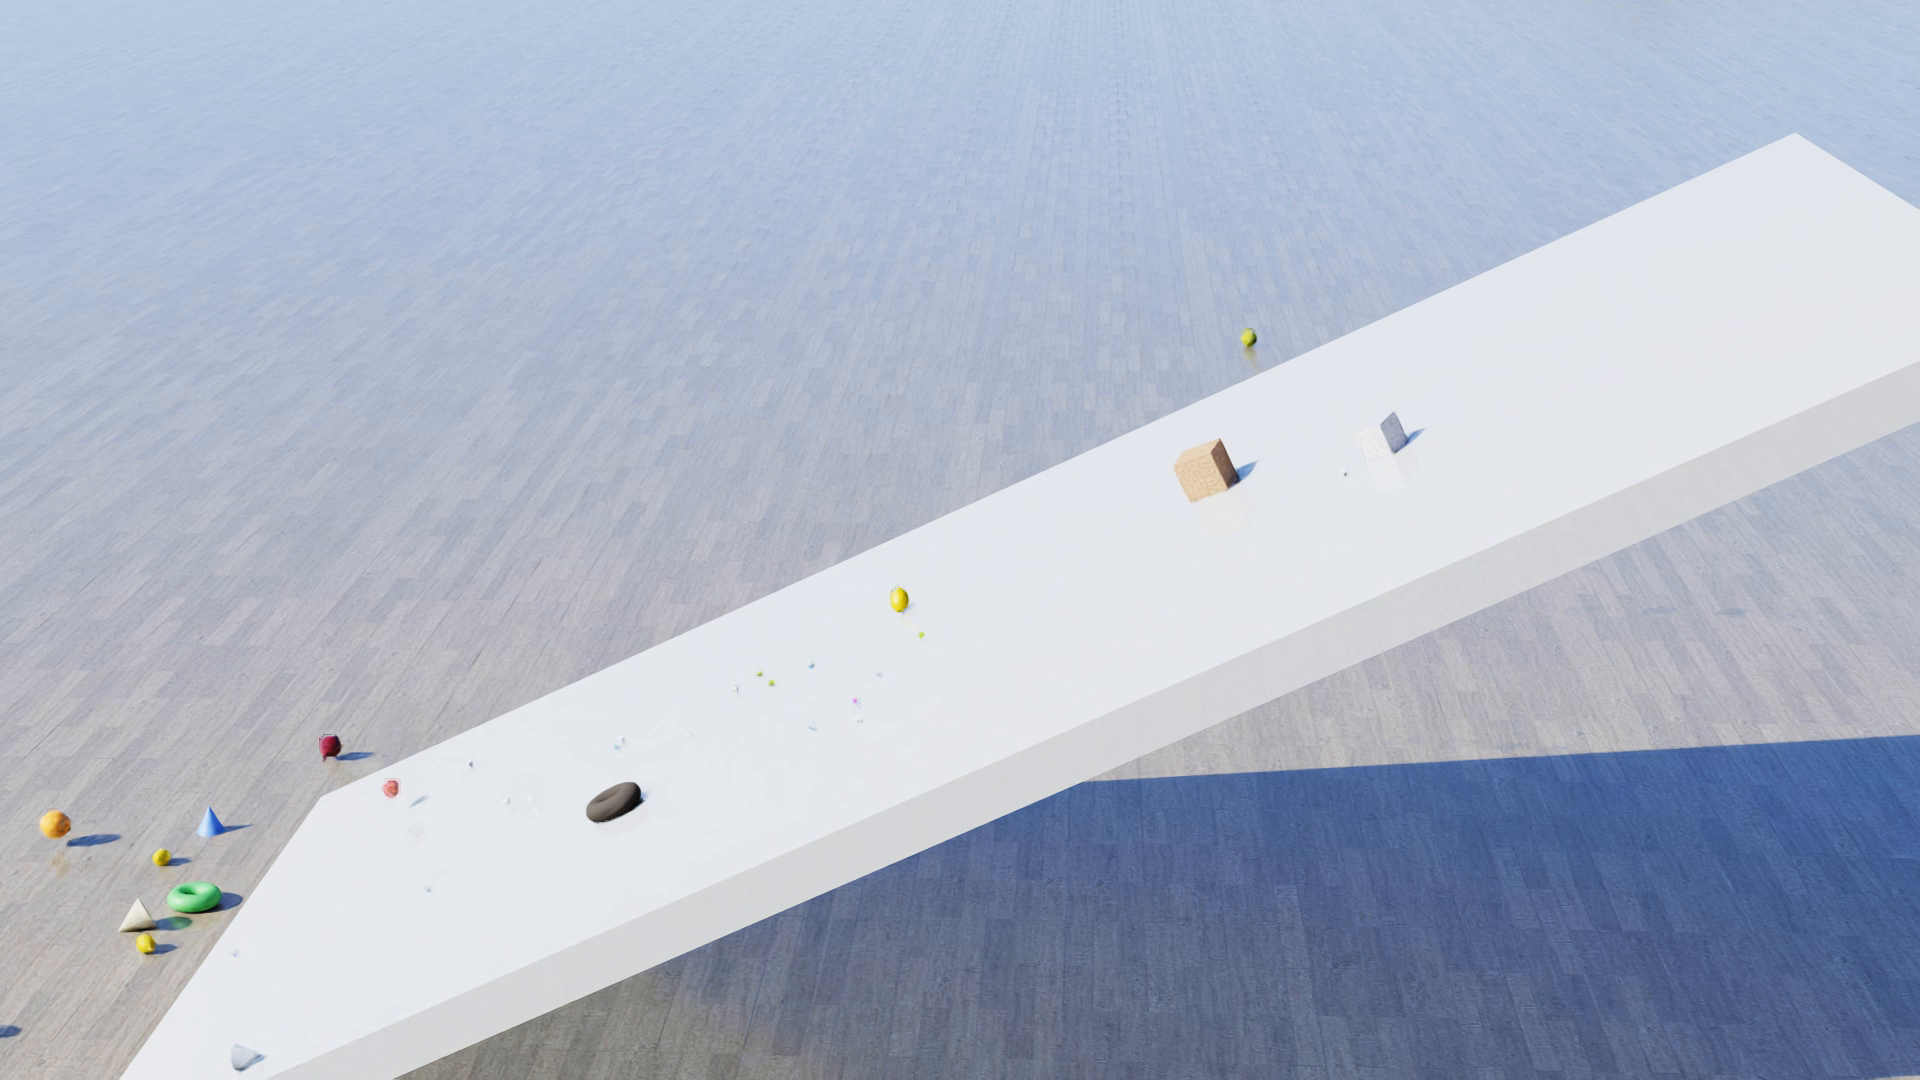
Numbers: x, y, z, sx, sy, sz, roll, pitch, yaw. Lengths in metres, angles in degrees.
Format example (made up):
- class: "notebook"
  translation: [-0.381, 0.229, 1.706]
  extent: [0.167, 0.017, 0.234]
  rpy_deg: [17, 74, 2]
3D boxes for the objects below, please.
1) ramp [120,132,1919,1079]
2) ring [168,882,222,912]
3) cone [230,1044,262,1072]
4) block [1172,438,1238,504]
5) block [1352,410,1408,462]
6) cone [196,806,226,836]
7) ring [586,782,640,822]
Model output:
- class: "ramp"
  translation: [0.136, 0.169, 6.282]
  extent: [4.000, 0.100, 2.000]
  rpy_deg: [-24, 13, 9]
- class: "ring"
  translation: [-1.847, 0.861, 7.093]
  extent: [0.128, 0.043, 0.128]
  rpy_deg: [0, 14, 0]
- class: "cone"
  translation: [-1.371, 0.995, 5.673]
  extent: [0.054, 0.054, 0.054]
  rpy_deg: [-7, 15, 6]
- class: "block"
  translation: [0.528, -0.149, 6.334]
  extent: [0.092, 0.092, 0.092]
  rpy_deg: [-20, 15, 25]
- class: "block"
  translation: [0.857, -0.211, 5.998]
  extent: [0.070, 0.070, 0.070]
  rpy_deg: [-14, 18, 43]
- class: "cone"
  translation: [-1.926, 0.715, 7.553]
  extent: [0.071, 0.071, 0.071]
  rpy_deg: [0, 16, 0]
- class: "ring"
  translation: [-0.725, 0.548, 6.150]
  extent: [0.125, 0.042, 0.125]
  rpy_deg: [-26, 12, 6]
